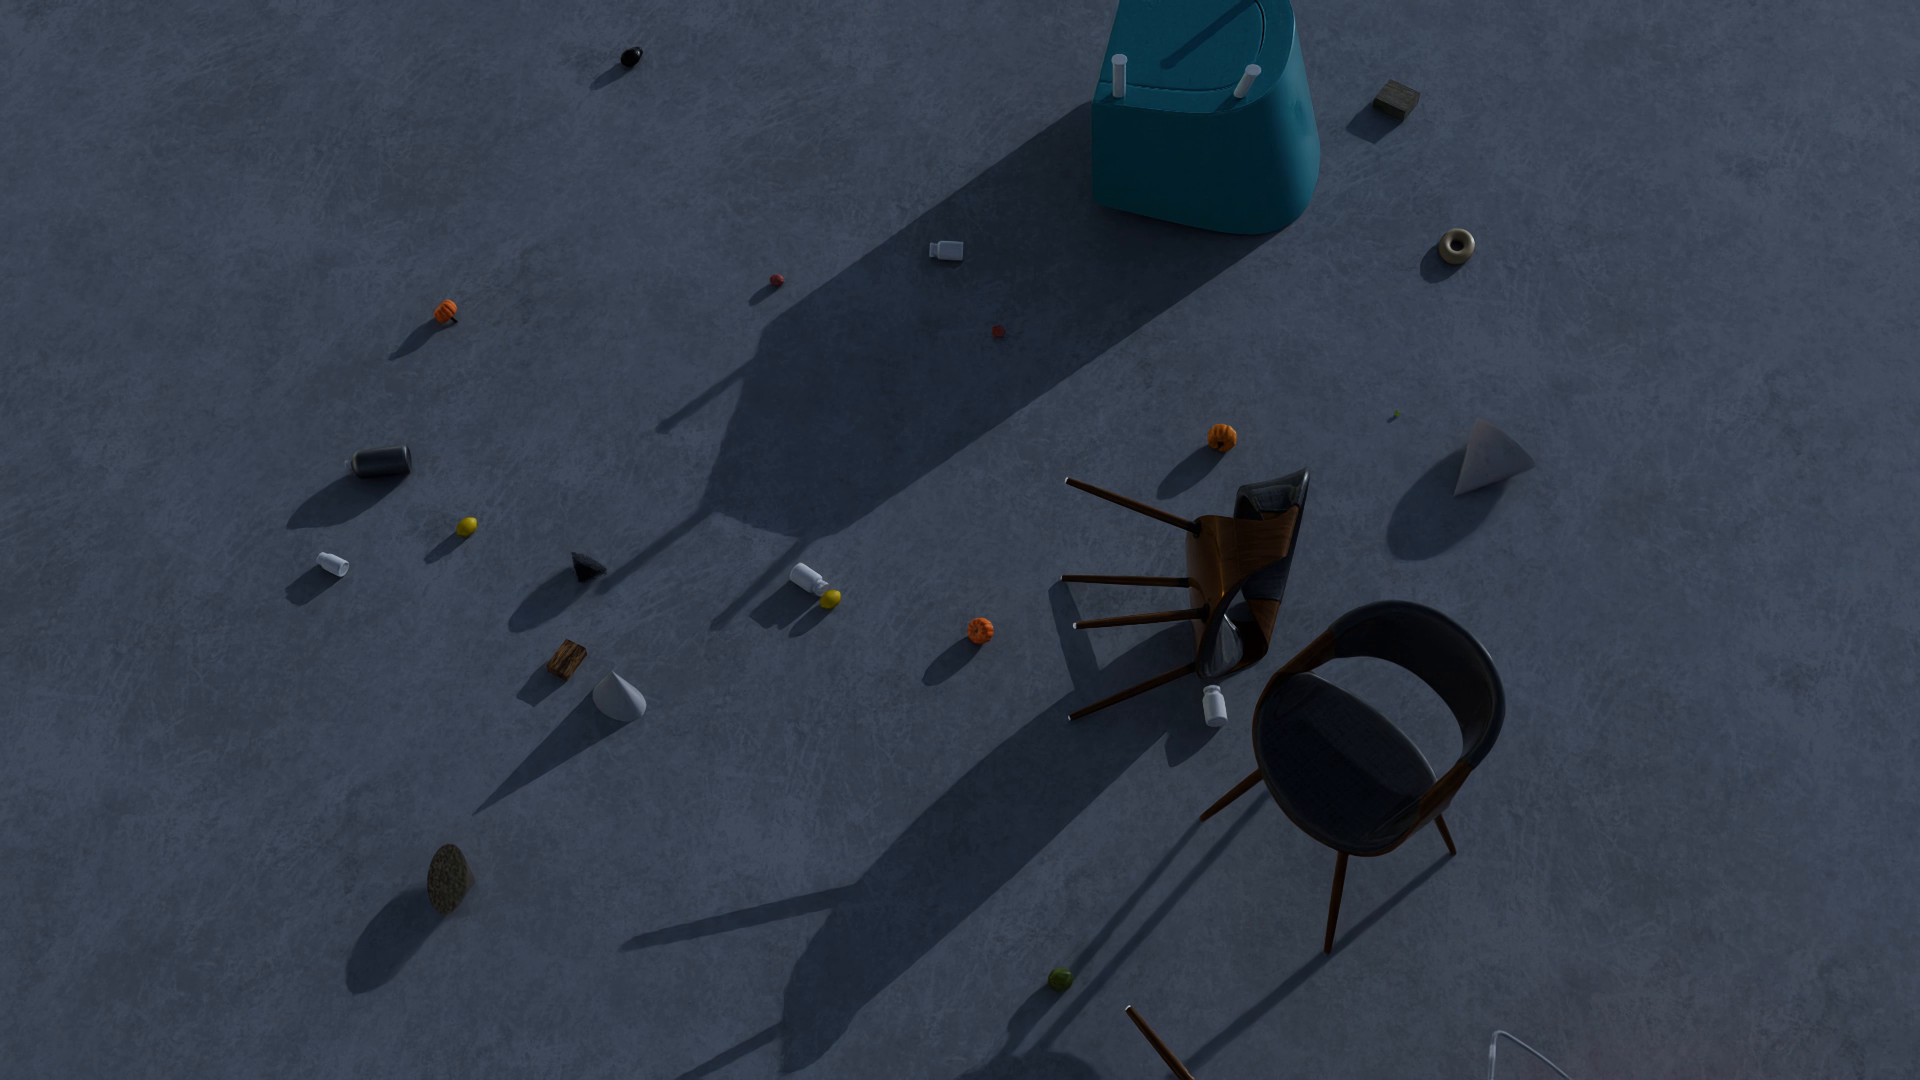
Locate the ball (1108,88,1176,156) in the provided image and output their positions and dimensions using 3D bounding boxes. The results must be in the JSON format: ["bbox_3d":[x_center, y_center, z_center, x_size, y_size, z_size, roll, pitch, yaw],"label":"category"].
[{"bbox_3d":[0.612,-1.401,7.377,0.228,0.228,0.228,0,56,0],"label":"ball"}]

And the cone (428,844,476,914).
[{"bbox_3d":[-1.342,0.916,5.920,0.094,0.181,0.188,15,45,-46],"label":"cone"}]

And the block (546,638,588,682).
[{"bbox_3d":[-1.130,0.345,6.320,0.066,0.038,0.102,24,59,15],"label":"block"}]

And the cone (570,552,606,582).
[{"bbox_3d":[-1.110,0.094,6.486,0.119,0.107,0.067,31,100,18],"label":"cone"}]

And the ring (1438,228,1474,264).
[{"bbox_3d":[1.625,-0.961,7.196,0.115,0.038,0.154,17,57,12],"label":"ring"}]

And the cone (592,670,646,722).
[{"bbox_3d":[-0.971,0.410,6.198,0.170,0.168,0.117,29,61,18],"label":"cone"}]

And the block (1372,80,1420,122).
[{"bbox_3d":[1.500,-1.512,7.559,0.119,0.049,0.109,30,61,19],"label":"block"}]

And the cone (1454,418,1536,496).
[{"bbox_3d":[1.575,-0.212,6.671,0.234,0.158,0.238,-45,63,-5],"label":"cone"}]
